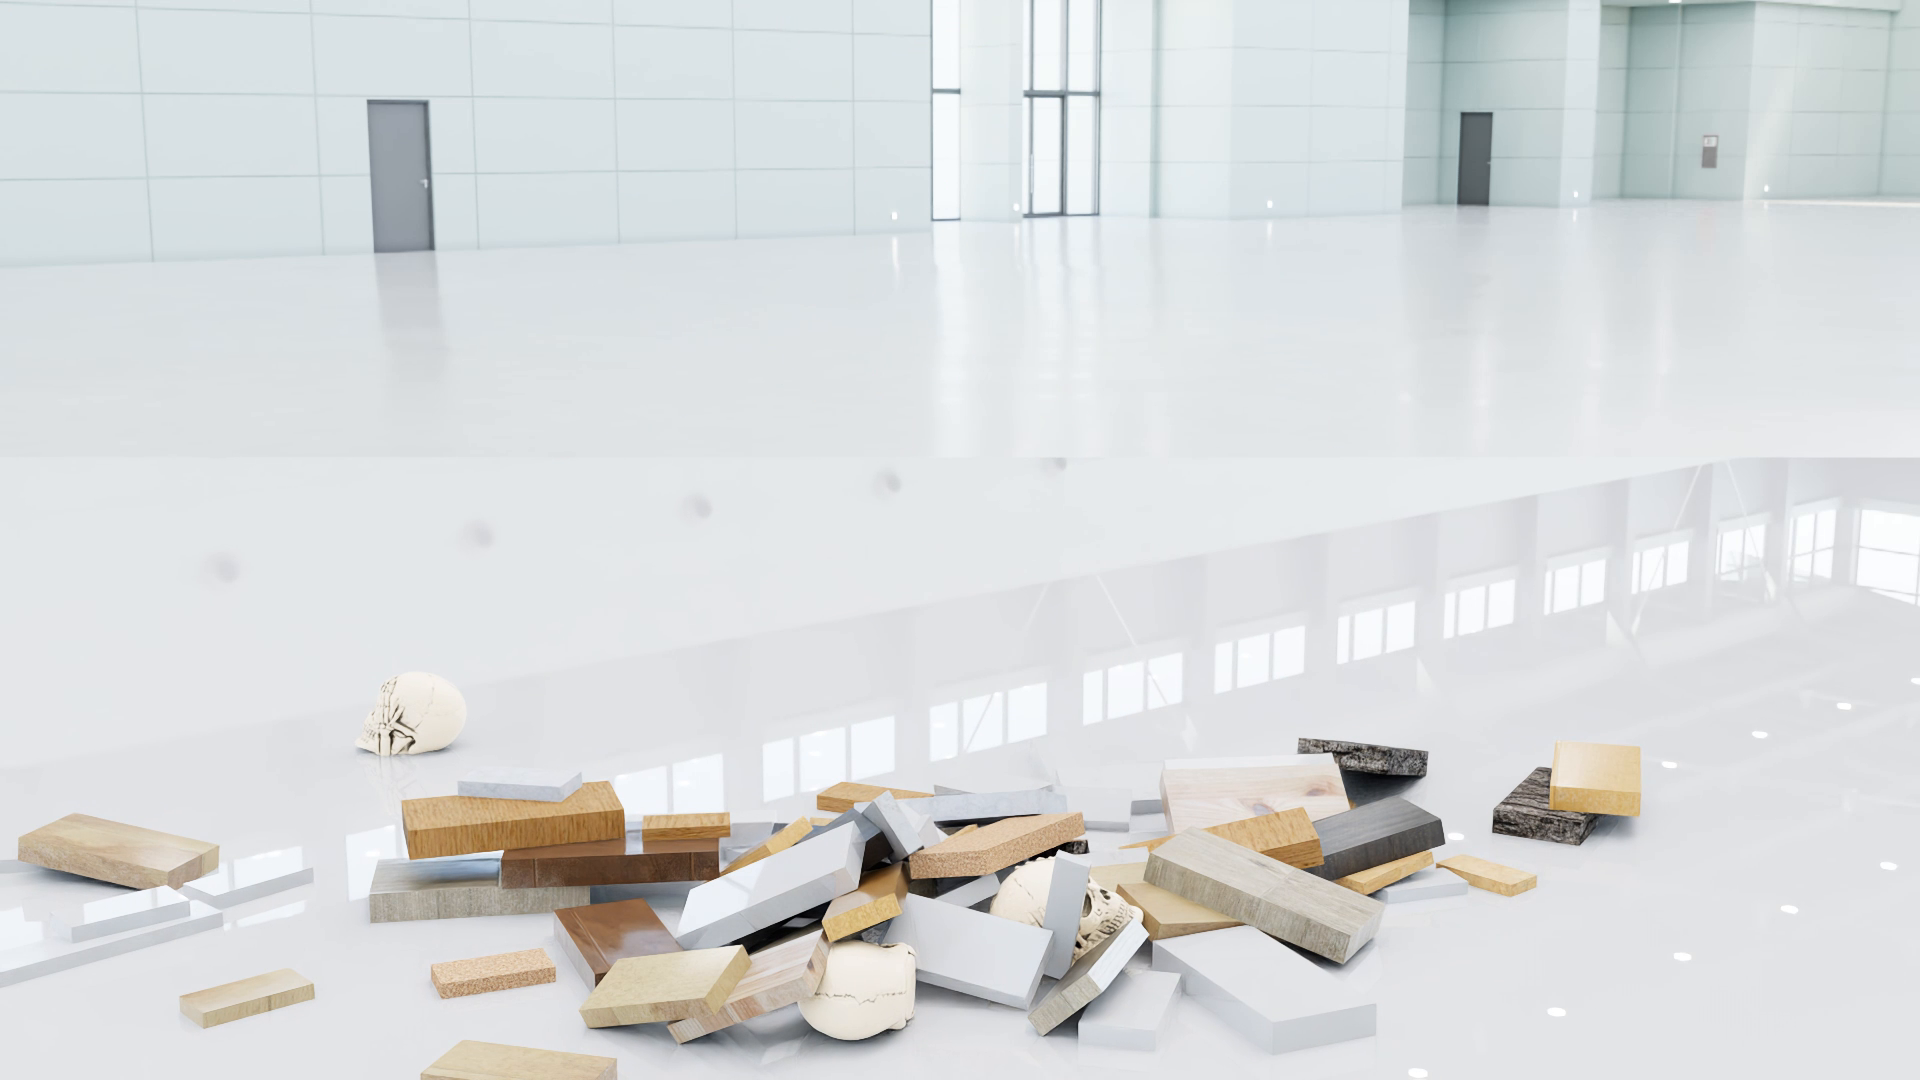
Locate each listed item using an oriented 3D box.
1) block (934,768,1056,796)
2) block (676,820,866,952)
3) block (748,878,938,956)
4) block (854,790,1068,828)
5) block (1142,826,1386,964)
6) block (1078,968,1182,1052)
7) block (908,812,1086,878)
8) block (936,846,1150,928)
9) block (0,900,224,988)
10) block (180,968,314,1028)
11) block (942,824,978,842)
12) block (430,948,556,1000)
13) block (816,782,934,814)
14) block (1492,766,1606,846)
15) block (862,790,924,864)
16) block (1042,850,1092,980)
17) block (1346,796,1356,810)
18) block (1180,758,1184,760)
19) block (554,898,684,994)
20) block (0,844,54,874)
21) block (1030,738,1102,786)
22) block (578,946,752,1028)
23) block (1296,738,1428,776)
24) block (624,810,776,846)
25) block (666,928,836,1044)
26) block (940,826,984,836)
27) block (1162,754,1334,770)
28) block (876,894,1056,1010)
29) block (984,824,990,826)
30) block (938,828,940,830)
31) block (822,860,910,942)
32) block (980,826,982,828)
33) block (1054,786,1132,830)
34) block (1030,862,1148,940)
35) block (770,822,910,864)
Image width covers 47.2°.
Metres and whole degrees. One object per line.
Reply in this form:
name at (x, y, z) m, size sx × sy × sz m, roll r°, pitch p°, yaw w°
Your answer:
block at (0.063, 0.466, 4.065) m, size 0.111 × 0.031 × 0.222 m, roll -15°, pitch 11°, yaw -36°
block at (-0.289, 0.537, 3.382) m, size 0.292 × 0.041 × 0.146 m, roll -24°, pitch 18°, yaw 11°
block at (-0.203, 0.596, 3.334) m, size 0.118 × 0.034 × 0.388 m, roll -23°, pitch -3°, yaw 42°
block at (0.001, 0.468, 3.798) m, size 0.338 × 0.041 × 0.145 m, roll -7°, pitch -13°, yaw 22°
block at (0.478, 0.554, 3.457) m, size 0.340 × 0.048 × 0.170 m, roll 20°, pitch 17°, yaw 25°
block at (0.246, 0.670, 3.152) m, size 0.108 × 0.031 × 0.217 m, roll 3°, pitch 11°, yaw 15°
block at (0.064, 0.485, 3.510) m, size 0.131 × 0.037 × 0.368 m, roll -8°, pitch -1°, yaw 27°
block at (0.138, 0.567, 3.519) m, size 0.374 × 0.031 × 0.111 m, roll -4°, pitch 51°, yaw -17°
block at (-1.382, 0.634, 3.366) m, size 0.085 × 0.024 × 0.502 m, roll 10°, pitch 14°, yaw 43°
block at (-1.037, 0.665, 3.199) m, size 0.167 × 0.024 × 0.084 m, roll -9°, pitch 14°, yaw -41°
block at (0.002, 0.499, 3.553) m, size 0.015 × 0.051 × 0.103 m, roll -10°, pitch 5°, yaw 29°
block at (-0.698, 0.648, 3.290) m, size 0.169 × 0.024 × 0.085 m, roll -5°, pitch 11°, yaw -23°
block at (-0.158, 0.491, 4.126) m, size 0.197 × 0.028 × 0.099 m, roll 5°, pitch 12°, yaw 24°
block at (1.110, 0.491, 4.080) m, size 0.157 × 0.044 × 0.314 m, roll 6°, pitch 12°, yaw 28°
block at (-0.108, 0.453, 3.450) m, size 0.028 × 0.099 × 0.239 m, roll -32°, pitch -6°, yaw -13°
block at (0.151, 0.554, 3.231) m, size 0.051 × 0.237 × 0.015 m, roll 17°, pitch 37°, yaw 13°
block at (0.648, 0.496, 4.113) m, size 0.164 × 0.023 × 0.082 m, roll -1°, pitch 11°, yaw -7°
block at (0.541, 0.465, 4.071) m, size 0.263 × 0.037 × 0.131 m, roll 3°, pitch 30°, yaw 0°
block at (-0.521, 0.624, 3.373) m, size 0.145 × 0.041 × 0.291 m, roll -4°, pitch 11°, yaw -22°
block at (-1.581, 0.549, 3.824) m, size 0.167 × 0.024 × 0.084 m, roll -3°, pitch 11°, yaw -14°
block at (0.217, 0.451, 4.330) m, size 0.111 × 0.031 × 0.335 m, roll -1°, pitch 11°, yaw -7°
block at (-0.416, 0.630, 3.100) m, size 0.229 × 0.032 × 0.114 m, roll -12°, pitch 23°, yaw 31°
block at (0.777, 0.417, 4.225) m, size 0.170 × 0.048 × 0.340 m, roll 5°, pitch -4°, yaw 25°
block at (-0.473, 0.513, 3.892) m, size 0.292 × 0.041 × 0.146 m, roll -2°, pitch 1°, yaw -2°
block at (-0.291, 0.623, 3.067) m, size 0.229 × 0.032 × 0.114 m, roll -24°, pitch 17°, yaw 22°
block at (0.005, 0.513, 3.879) m, size 0.054 × 0.015 × 0.200 m, roll -5°, pitch -6°, yaw 8°
block at (0.534, 0.467, 3.979) m, size 0.314 × 0.044 × 0.157 m, roll -1°, pitch 46°, yaw -7°
block at (0.008, 0.605, 3.245) m, size 0.237 × 0.034 × 0.118 m, roll 11°, pitch 50°, yaw 20°
block at (0.035, 0.499, 3.947) m, size 0.070 × 0.020 × 0.139 m, roll 9°, pitch -5°, yaw -15°
block at (-0.100, 0.517, 4.009) m, size 0.140 × 0.020 × 0.070 m, roll 4°, pitch 11°, yaw 20°
block at (-0.135, 0.532, 3.264) m, size 0.108 × 0.031 × 0.423 m, roll -22°, pitch -2°, yaw -1°
block at (0.000, 0.504, 3.668) m, size 0.107 × 0.015 × 0.054 m, roll -12°, pitch 9°, yaw -22°
block at (0.231, 0.491, 4.032) m, size 0.164 × 0.023 × 0.082 m, roll 1°, pitch 41°, yaw 8°
block at (0.233, 0.574, 3.494) m, size 0.222 × 0.031 × 0.111 m, roll -3°, pitch 51°, yaw -17°
block at (-0.189, 0.513, 3.697) m, size 0.271 × 0.032 × 0.112 m, roll -4°, pitch -26°, yaw 46°
